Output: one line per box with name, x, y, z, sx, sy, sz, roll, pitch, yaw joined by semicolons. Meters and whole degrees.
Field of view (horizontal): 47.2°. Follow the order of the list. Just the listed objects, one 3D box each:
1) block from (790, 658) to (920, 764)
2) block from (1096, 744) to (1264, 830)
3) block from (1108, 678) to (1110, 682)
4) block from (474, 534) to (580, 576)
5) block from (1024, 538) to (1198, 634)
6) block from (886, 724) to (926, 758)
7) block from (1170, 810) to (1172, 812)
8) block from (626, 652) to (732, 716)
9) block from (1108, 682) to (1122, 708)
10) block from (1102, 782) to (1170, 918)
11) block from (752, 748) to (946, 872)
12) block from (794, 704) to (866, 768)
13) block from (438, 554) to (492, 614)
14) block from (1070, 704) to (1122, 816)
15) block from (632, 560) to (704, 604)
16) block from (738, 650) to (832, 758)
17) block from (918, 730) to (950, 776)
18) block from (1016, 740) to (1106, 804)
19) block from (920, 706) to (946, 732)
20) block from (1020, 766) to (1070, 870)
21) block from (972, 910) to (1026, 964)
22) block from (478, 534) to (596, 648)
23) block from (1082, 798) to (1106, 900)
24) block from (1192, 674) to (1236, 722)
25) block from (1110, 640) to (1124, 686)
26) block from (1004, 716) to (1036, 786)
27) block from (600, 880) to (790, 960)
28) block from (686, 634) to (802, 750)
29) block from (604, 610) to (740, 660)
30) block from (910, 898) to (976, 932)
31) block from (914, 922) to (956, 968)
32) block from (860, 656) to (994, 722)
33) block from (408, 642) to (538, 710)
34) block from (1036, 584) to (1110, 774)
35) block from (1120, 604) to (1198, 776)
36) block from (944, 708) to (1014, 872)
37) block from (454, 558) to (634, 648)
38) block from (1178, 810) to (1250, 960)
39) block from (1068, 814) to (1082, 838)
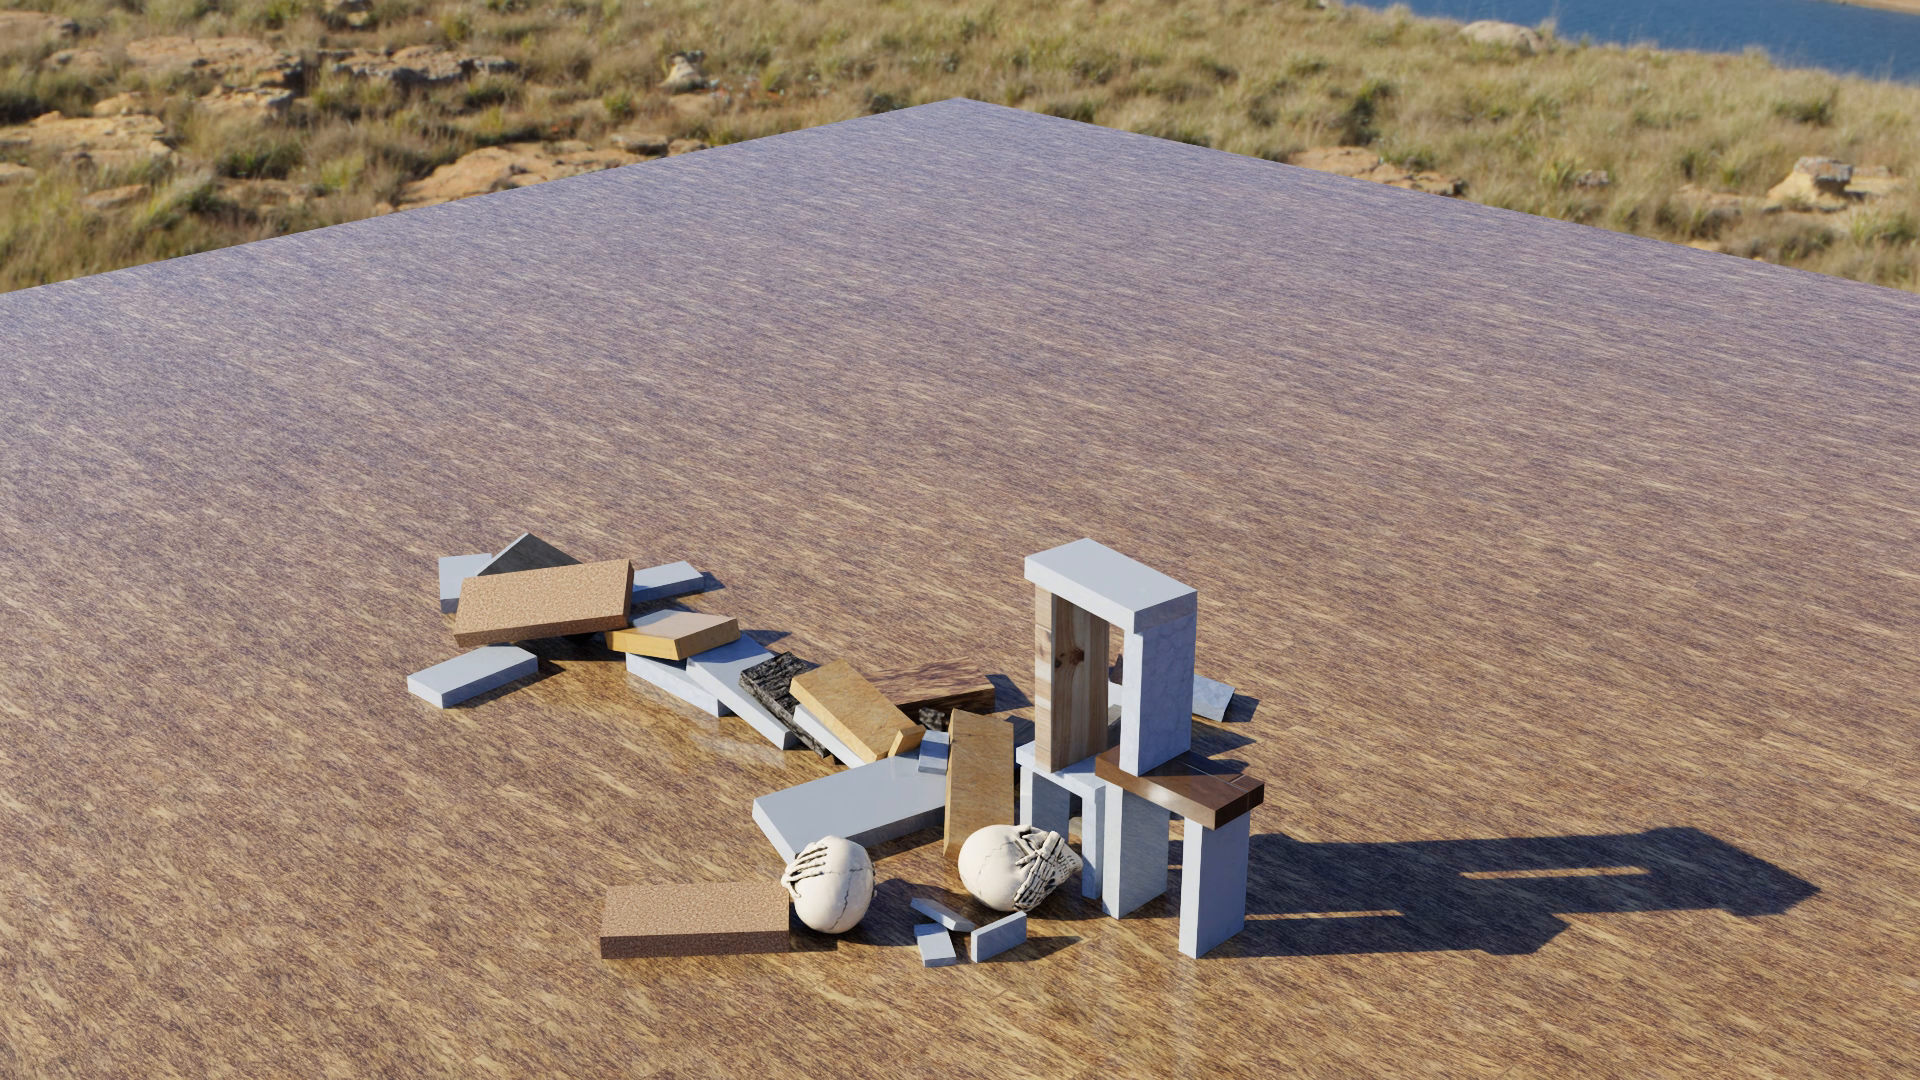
block;-0.216;0.363;4.626;0.139;0.039;0.278;-20;47;-40
block;0.395;0.433;3.976;0.279;0.040;0.139;21;31;41
block;0.275;0.310;4.950;0.114;0.032;0.228;-17;23;2
block;-0.988;0.111;5.310;0.344;0.049;0.172;25;50;30
block;0.268;0.079;3.941;0.149;0.042;0.298;-17;28;-34
block;-0.113;0.425;4.508;0.058;0.115;0.016;-12;53;-33
block;0.416;0.532;4.489;0.051;0.015;0.103;10;25;22
block;-0.591;0.300;4.993;0.165;0.047;0.330;-21;31;-41
block;0.329;0.380;4.747;0.279;0.040;0.139;16;52;33
block;0.330;0.554;4.099;0.040;0.279;0.139;21;31;41
block;-0.189;0.531;4.395;0.419;0.048;0.169;-14;42;-30
block;-0.204;0.417;4.624;0.278;0.039;0.139;36;40;29
block;-1.225;0.106;5.464;0.131;0.037;0.262;-5;24;-12
block;0.262;0.456;4.507;0.040;0.140;0.279;14;27;30
block;-0.765;0.108;5.465;0.228;0.032;0.114;-13;26;-28
block;-0.333;0.353;4.738;0.139;0.039;0.278;-22;49;-41
block;-0.054;0.435;4.507;0.058;0.016;0.115;8;35;-3
block;0.218;0.429;4.162;0.107;0.030;0.214;-19;29;-37
block;-0.057;0.414;4.638;0.058;0.115;0.016;16;28;34
block;0.165;0.521;4.259;0.107;0.214;0.030;-21;31;-40
block;0.071;0.720;3.990;0.115;0.058;0.016;-17;28;-34
block;-0.965;0.116;5.225;0.344;0.049;0.172;26;54;31
block;0.274;0.561;4.163;0.030;0.214;0.107;15;27;34
block;0.488;0.329;4.884;0.228;0.032;0.114;18;27;12
block;0.413;0.296;5.022;0.114;0.032;0.228;5;23;11
block;0.091;0.457;4.632;0.139;0.040;0.279;15;27;32
block;-0.484;0.699;4.053;0.338;0.048;0.169;-1;23;-3
block;-0.432;0.331;4.833;0.165;0.047;0.330;-22;43;-41
block;-0.658;0.214;5.011;0.165;0.047;0.330;-19;13;-35
block;-0.032;0.694;4.072;0.115;0.016;0.058;22;3;42
block;-0.046;0.736;4.004;0.058;0.016;0.115;-4;23;-10
block;-0.111;0.342;4.894;0.338;0.048;0.169;-9;24;-19
block;-1.106;0.303;4.999;0.131;0.037;0.262;20;30;39
block;0.209;0.240;4.092;0.149;0.372;0.042;-19;28;-37
block;0.356;0.262;3.947;0.042;0.298;0.149;22;31;40
block;0.040;0.497;4.424;0.131;0.037;0.453;15;29;-7
block;-0.967;0.146;5.122;0.403;0.049;0.172;-7;48;6
block;0.461;0.605;3.978;0.040;0.279;0.140;21;31;41
block;0.263;0.578;4.380;0.103;0.015;0.051;17;28;34
